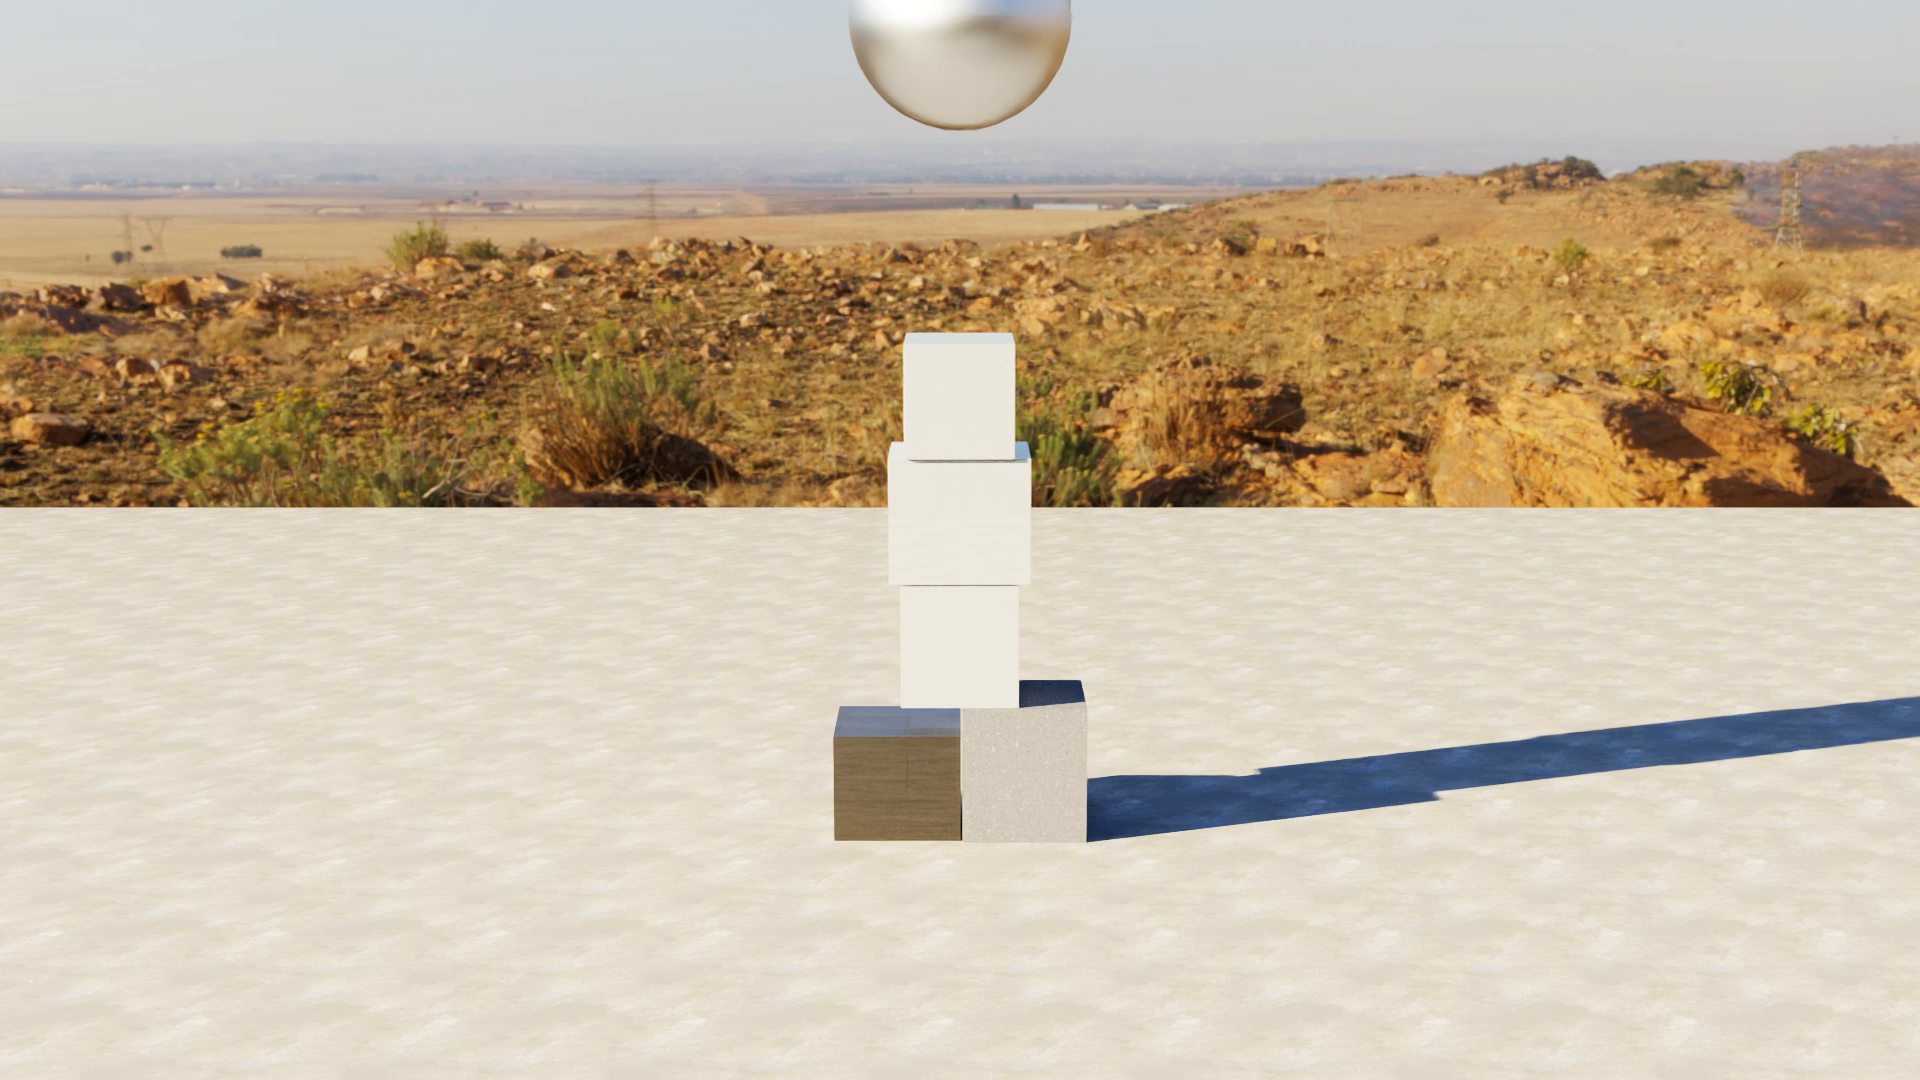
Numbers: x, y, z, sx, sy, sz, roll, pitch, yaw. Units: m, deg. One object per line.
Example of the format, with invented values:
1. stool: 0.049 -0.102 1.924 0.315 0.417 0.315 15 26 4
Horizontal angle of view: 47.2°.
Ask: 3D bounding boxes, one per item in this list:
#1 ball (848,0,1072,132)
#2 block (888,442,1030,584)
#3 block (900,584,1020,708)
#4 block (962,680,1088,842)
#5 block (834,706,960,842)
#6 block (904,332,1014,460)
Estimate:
1. ball: 0.000 -3.730 15.691 1.600 1.600 1.600 0 10 0
2. block: -0.002 -0.144 11.151 0.703 0.631 0.612 0 10 0
3. block: -0.001 0.479 11.264 0.590 0.635 0.583 0 10 0
4. block: 0.326 1.136 11.374 0.625 0.696 0.615 0 10 0
5. block: -0.318 1.204 11.415 0.642 0.546 0.613 0 10 0
6. block: -0.004 -0.730 11.035 0.542 0.564 0.643 0 10 0
